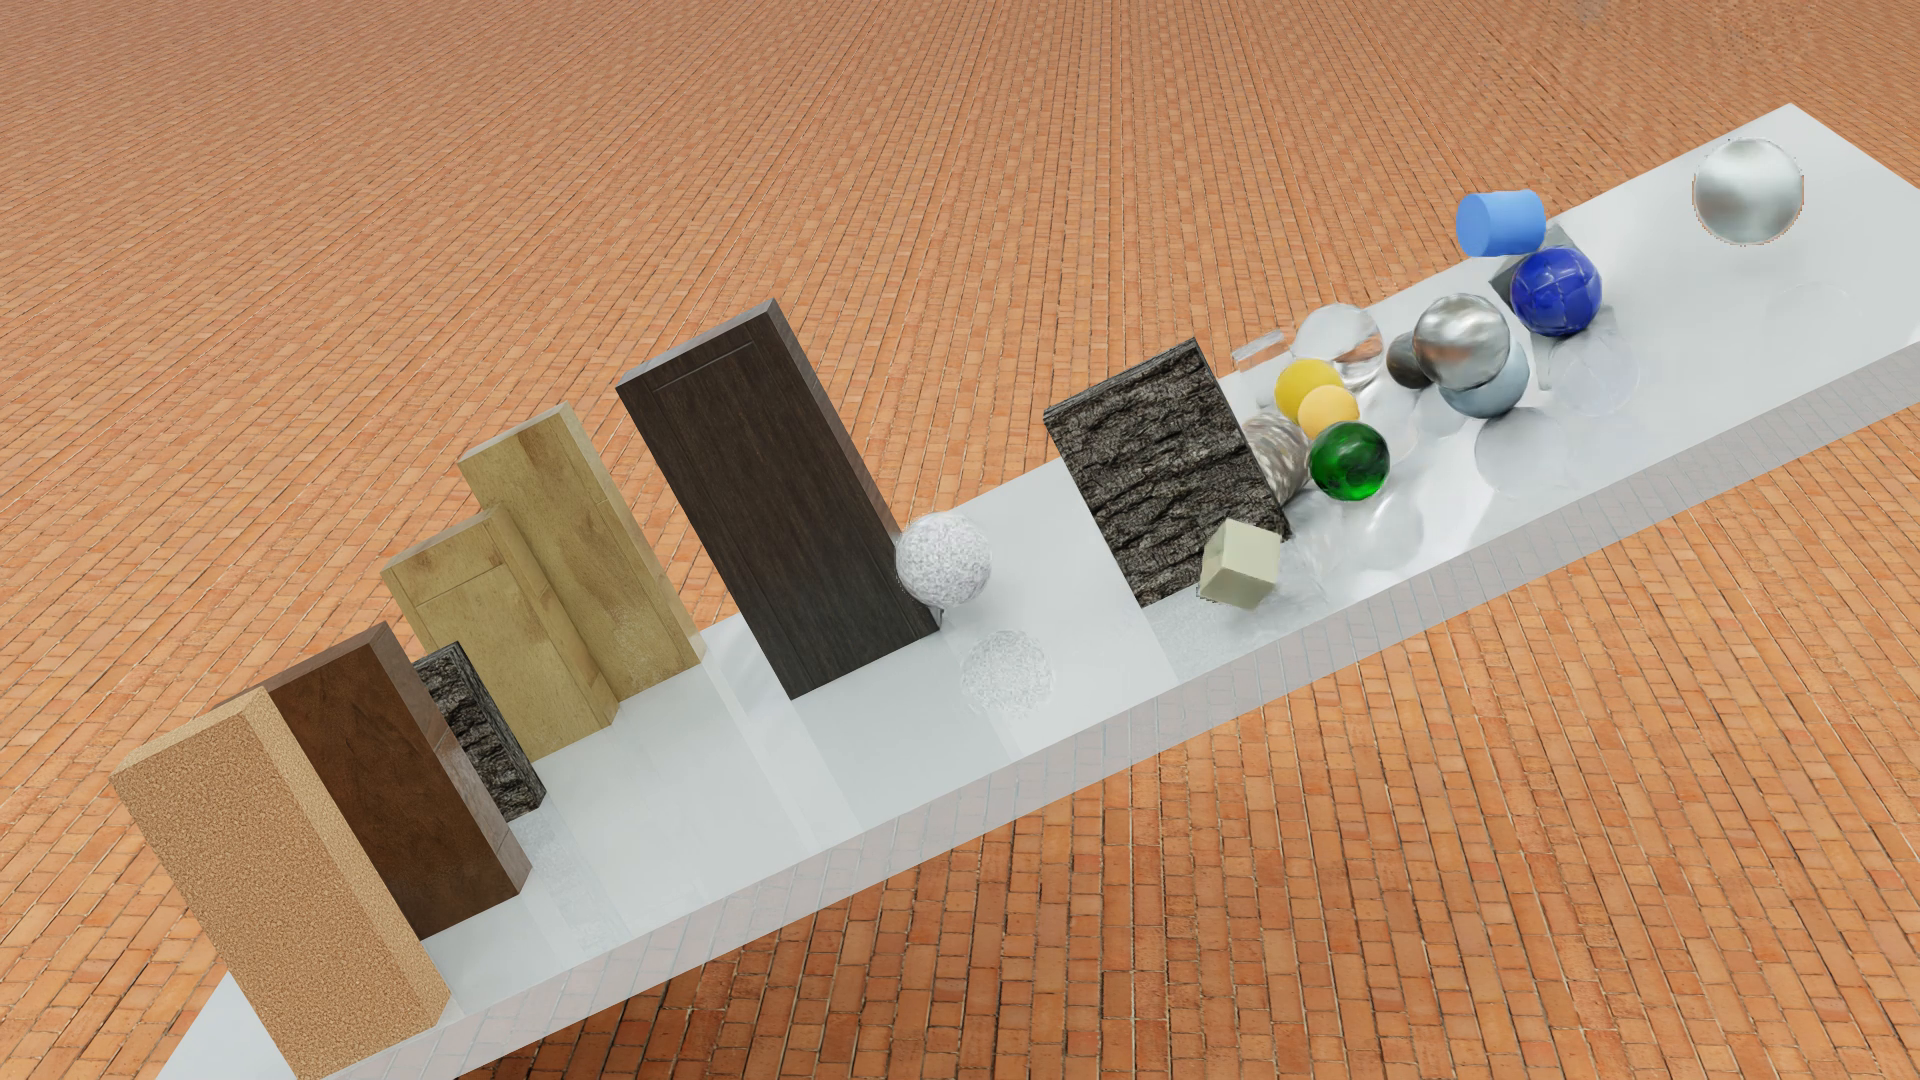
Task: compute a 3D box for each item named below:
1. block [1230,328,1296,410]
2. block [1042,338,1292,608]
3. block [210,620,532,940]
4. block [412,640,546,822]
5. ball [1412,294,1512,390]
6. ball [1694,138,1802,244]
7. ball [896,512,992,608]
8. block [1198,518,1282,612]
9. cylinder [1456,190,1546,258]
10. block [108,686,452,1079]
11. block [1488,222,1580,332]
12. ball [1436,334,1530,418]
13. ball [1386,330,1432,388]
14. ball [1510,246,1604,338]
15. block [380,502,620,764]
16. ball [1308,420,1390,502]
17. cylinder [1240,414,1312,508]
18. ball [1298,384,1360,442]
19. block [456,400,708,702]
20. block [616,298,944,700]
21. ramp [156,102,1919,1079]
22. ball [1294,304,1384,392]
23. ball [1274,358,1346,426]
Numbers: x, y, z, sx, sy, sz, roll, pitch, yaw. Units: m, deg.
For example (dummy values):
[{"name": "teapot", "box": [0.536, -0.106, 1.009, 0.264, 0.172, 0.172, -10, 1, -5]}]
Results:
[{"name": "block", "box": [0.707, -0.391, 6.725, 0.124, 0.124, 0.124, -27, 14, 7]}, {"name": "block", "box": [0.404, -0.129, 5.728, 0.327, 0.426, 0.085, -26, 14, 10]}, {"name": "block", "box": [-1.233, 0.538, 6.106, 0.420, 0.613, 0.146, -26, 14, 10]}, {"name": "block", "box": [-1.161, 0.473, 6.636, 0.278, 0.406, 0.099, -26, 14, 10]}, {"name": "ball", "box": [0.949, -0.375, 5.565, 0.184, 0.184, 0.184, 0, 17, 0]}, {"name": "ball", "box": [1.538, -0.681, 5.739, 0.206, 0.206, 0.206, 0, 17, 0]}, {"name": "ball", "box": [-0.034, 0.042, 6.235, 0.205, 0.205, 0.205, 0, 17, 0]}, {"name": "block", "box": [0.507, 0.045, 5.327, 0.107, 0.107, 0.107, 17, 56, -11]}, {"name": "cylinder", "box": [1.100, -0.644, 5.984, 0.130, 0.130, 0.130, -7, 18, -21]}, {"name": "block", "box": [-1.281, 0.659, 5.566, 0.297, 0.706, 0.138, -26, 14, 10]}, {"name": "block", "box": [1.229, -0.554, 6.196, 0.137, 0.137, 0.137, -36, 7, 43]}, {"name": "ball", "box": [1.023, -0.329, 5.761, 0.182, 0.182, 0.182, 0, 17, 0]}, {"name": "ball", "box": [0.959, -0.380, 6.197, 0.122, 0.122, 0.122, 0, 17, 0]}, {"name": "ball", "box": [1.220, -0.508, 6.017, 0.187, 0.187, 0.187, 0, 17, 0]}, {"name": "block", "box": [-1.091, 0.239, 6.993, 0.305, 0.574, 0.129, -26, 14, 10]}, {"name": "ball", "box": [0.755, -0.153, 5.699, 0.158, 0.158, 0.158, 0, 17, 0]}, {"name": "cylinder", "box": [0.595, -0.137, 5.912, 0.175, 0.175, 0.175, 12, 38, 35]}, {"name": "ball", "box": [0.768, -0.260, 6.125, 0.127, 0.127, 0.127, 0, 17, 0]}, {"name": "block", "box": [-0.906, 0.041, 7.088, 0.281, 0.698, 0.118, -26, 14, 10]}, {"name": "block", "box": [-0.383, -0.085, 6.340, 0.367, 0.785, 0.141, -26, 14, 10]}, {"name": "ramp", "box": [0.140, 0.167, 6.281, 4.000, 0.100, 2.000, -26, 14, 10]}, {"name": "ball", "box": [0.830, -0.421, 6.445, 0.195, 0.195, 0.195, 0, 17, 0]}, {"name": "ball", "box": [0.750, -0.315, 6.307, 0.151, 0.151, 0.151, 0, 17, 0]}]
